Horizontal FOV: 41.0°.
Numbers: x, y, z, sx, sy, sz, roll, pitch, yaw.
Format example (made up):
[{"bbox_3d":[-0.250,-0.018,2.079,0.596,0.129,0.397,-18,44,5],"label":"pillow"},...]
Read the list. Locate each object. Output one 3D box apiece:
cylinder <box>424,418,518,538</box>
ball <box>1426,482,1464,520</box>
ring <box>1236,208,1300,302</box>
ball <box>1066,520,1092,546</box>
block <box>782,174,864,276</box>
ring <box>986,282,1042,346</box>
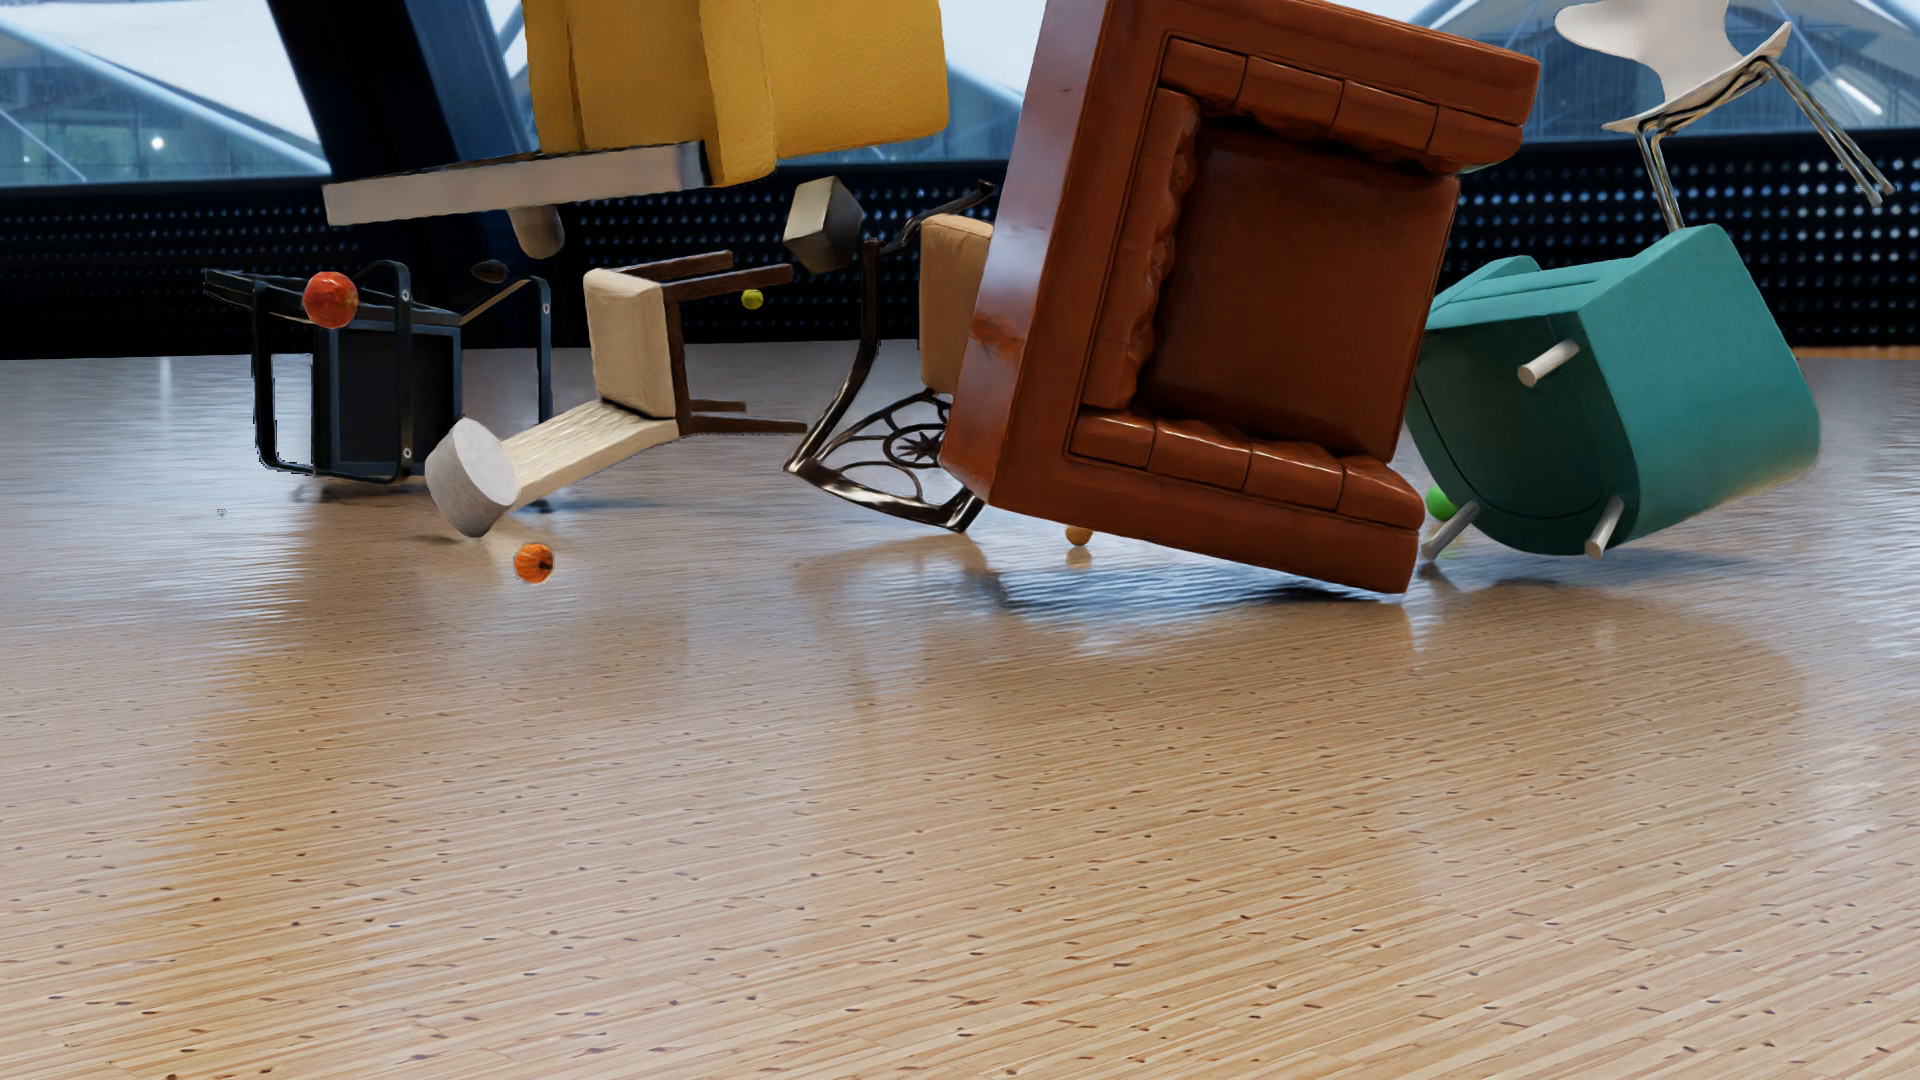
[{"bbox_3d":[-1.211,-0.153,6.352,0.143,0.256,0.159,-14,-20,-47],"label":"cylinder"},{"bbox_3d":[1.307,-0.103,6.911,0.104,0.104,0.104,0,6,0],"label":"ball"},{"bbox_3d":[0.729,-0.674,6.070,0.109,0.233,0.122,7,17,-42],"label":"ring"},{"bbox_3d":[0.291,-0.018,6.269,0.066,0.066,0.066,0,6,0],"label":"ball"},{"bbox_3d":[-0.289,-0.667,5.441,0.098,0.157,0.118,-11,-38,29],"label":"block"},{"bbox_3d":[0.159,-0.664,7.541,0.128,0.190,0.155,25,42,22],"label":"ring"}]
